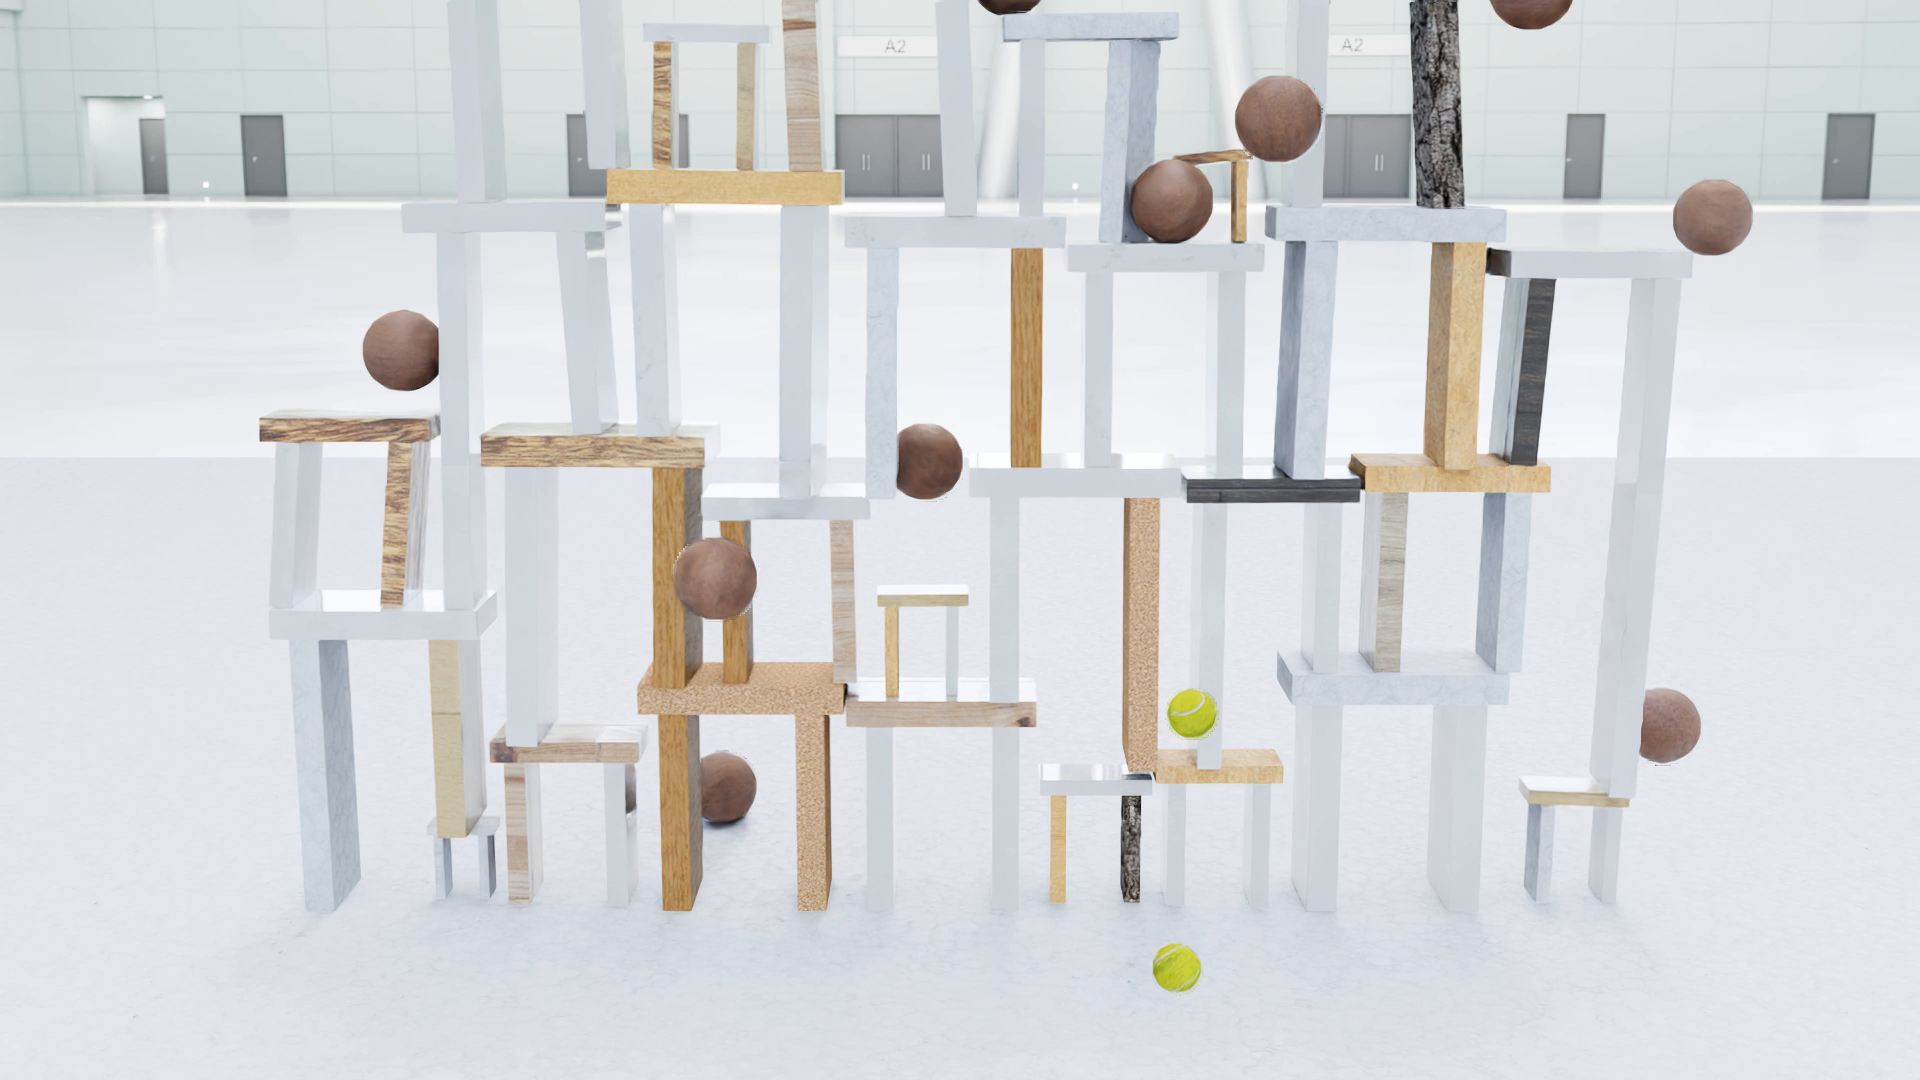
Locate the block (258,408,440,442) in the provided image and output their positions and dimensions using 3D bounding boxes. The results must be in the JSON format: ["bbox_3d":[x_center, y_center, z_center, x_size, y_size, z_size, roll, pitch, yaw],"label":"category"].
[{"bbox_3d":[-0.970,-0.185,3.525,0.266,0.038,0.133,0,11,0],"label":"block"}]

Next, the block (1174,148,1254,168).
[{"bbox_3d":[0.400,-0.603,3.470,0.124,0.018,0.062,-4,8,8],"label":"block"}]

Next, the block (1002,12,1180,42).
[{"bbox_3d":[0.200,-0.796,3.418,0.267,0.038,0.134,-1,10,-1],"label":"block"}]

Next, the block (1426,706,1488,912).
[{"bbox_3d":[0.821,0.419,3.637,0.049,0.347,0.174,0,11,0],"label":"block"}]

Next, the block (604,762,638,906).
[{"bbox_3d":[-0.562,0.470,3.651,0.034,0.242,0.121,0,11,0],"label":"block"}]

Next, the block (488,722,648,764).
[{"bbox_3d":[-0.643,0.334,3.627,0.242,0.034,0.121,0,11,0],"label":"block"}]

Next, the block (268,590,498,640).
[{"bbox_3d":[-0.934,0.121,3.576,0.329,0.047,0.165,0,11,0],"label":"block"}]

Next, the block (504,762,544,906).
[{"bbox_3d":[-0.724,0.470,3.652,0.034,0.242,0.121,0,11,0],"label":"block"}]

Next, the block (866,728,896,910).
[{"bbox_3d":[-0.130,0.439,3.643,0.043,0.307,0.153,0,11,0],"label":"block"}]

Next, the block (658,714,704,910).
[{"bbox_3d":[-0.462,0.428,3.638,0.047,0.330,0.165,0,11,0],"label":"block"}]

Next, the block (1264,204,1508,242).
[{"bbox_3d":[0.666,-0.500,3.467,0.352,0.050,0.176,1,11,2],"label":"block"}]

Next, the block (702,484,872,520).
[{"bbox_3d":[-0.277,-0.062,3.551,0.266,0.038,0.133,0,10,-1],"label":"block"}]

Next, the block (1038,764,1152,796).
[{"bbox_3d":[0.222,0.396,3.636,0.184,0.026,0.092,0,11,0],"label":"block"}]

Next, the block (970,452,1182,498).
[{"bbox_3d":[0.182,-0.105,3.539,0.333,0.047,0.166,0,11,1],"label":"block"}]

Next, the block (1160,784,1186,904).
[{"bbox_3d":[0.354,0.489,3.647,0.029,0.207,0.103,0,10,0],"label":"block"}]

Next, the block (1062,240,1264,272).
[{"bbox_3d":[0.319,-0.450,3.481,0.304,0.043,0.152,0,10,0],"label":"block"}]

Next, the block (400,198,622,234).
[{"bbox_3d":[-0.703,-0.511,3.465,0.315,0.045,0.158,-1,11,1],"label":"block"}]

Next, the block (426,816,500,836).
[{"bbox_3d":[-0.824,0.474,3.649,0.110,0.016,0.055,0,11,0],"label":"block"}]

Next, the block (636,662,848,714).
[{"bbox_3d":[-0.352,0.242,3.604,0.330,0.047,0.165,0,11,0],"label":"block"}]

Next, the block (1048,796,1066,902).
[{"bbox_3d":[0.161,0.499,3.655,0.026,0.184,0.092,0,11,0],"label":"block"}]

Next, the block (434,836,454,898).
[{"bbox_3d":[-0.860,0.536,3.661,0.016,0.110,0.055,0,11,0],"label":"block"}]

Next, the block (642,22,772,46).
[{"bbox_3d":[-0.389,-0.782,3.402,0.192,0.027,0.096,1,10,-2],"label":"block"}]

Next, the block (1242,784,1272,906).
[{"bbox_3d":[0.492,0.489,3.647,0.029,0.207,0.103,0,11,0],"label":"block"}]

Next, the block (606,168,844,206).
[{"bbox_3d":[-0.362,-0.554,3.443,0.357,0.051,0.179,0,11,-2],"label":"block"}]

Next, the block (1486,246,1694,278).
[{"bbox_3d":[0.988,-0.440,3.482,0.293,0.042,0.147,-1,10,-7],"label":"block"}]

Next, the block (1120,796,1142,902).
[{"bbox_3d":[0.284,0.499,3.655,0.026,0.184,0.092,0,11,0],"label":"block"}]

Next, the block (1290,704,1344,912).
[{"bbox_3d":[0.589,0.419,3.637,0.049,0.347,0.174,0,10,0],"label":"block"}]

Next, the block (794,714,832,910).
[{"bbox_3d":[-0.242,0.428,3.638,0.047,0.330,0.165,0,11,0],"label":"block"}]

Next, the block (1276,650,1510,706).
[{"bbox_3d":[0.705,0.224,3.601,0.347,0.049,0.174,0,11,0],"label":"block"}]

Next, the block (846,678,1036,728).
[{"bbox_3d":[-0.030,0.266,3.613,0.307,0.043,0.153,0,10,0],"label":"block"}]

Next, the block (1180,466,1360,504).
[{"bbox_3d":[0.495,-0.090,3.543,0.275,0.039,0.138,0,10,-1],"label":"block"}]

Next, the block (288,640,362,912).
[{"bbox_3d":[-1.044,0.367,3.623,0.047,0.455,0.165,0,11,0],"label":"block"}]

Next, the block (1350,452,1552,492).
[{"bbox_3d":[0.787,-0.109,3.544,0.292,0.041,0.146,0,11,0],"label":"block"}]

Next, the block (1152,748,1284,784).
[{"bbox_3d":[0.422,0.373,3.626,0.207,0.029,0.104,0,10,0],"label":"block"}]

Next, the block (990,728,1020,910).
[{"bbox_3d":[0.074,0.439,3.643,0.043,0.307,0.153,0,10,0],"label":"block"}]

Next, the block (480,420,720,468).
[{"bbox_3d":[-0.573,-0.155,3.533,0.354,0.050,0.177,0,11,2],"label":"block"}]

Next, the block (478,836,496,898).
[{"bbox_3d":[-0.787,0.536,3.661,0.016,0.110,0.055,0,11,0],"label":"block"}]

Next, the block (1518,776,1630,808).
[{"bbox_3d":[1.014,0.416,3.634,0.164,0.023,0.082,2,10,2],"label":"block"}]

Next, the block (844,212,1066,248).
[{"bbox_3d":[-0.007,-0.490,3.475,0.342,0.048,0.171,0,11,0],"label":"block"}]

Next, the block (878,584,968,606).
[{"bbox_3d":[-0.061,0.090,3.578,0.147,0.021,0.073,0,11,-2],"label":"block"}]
